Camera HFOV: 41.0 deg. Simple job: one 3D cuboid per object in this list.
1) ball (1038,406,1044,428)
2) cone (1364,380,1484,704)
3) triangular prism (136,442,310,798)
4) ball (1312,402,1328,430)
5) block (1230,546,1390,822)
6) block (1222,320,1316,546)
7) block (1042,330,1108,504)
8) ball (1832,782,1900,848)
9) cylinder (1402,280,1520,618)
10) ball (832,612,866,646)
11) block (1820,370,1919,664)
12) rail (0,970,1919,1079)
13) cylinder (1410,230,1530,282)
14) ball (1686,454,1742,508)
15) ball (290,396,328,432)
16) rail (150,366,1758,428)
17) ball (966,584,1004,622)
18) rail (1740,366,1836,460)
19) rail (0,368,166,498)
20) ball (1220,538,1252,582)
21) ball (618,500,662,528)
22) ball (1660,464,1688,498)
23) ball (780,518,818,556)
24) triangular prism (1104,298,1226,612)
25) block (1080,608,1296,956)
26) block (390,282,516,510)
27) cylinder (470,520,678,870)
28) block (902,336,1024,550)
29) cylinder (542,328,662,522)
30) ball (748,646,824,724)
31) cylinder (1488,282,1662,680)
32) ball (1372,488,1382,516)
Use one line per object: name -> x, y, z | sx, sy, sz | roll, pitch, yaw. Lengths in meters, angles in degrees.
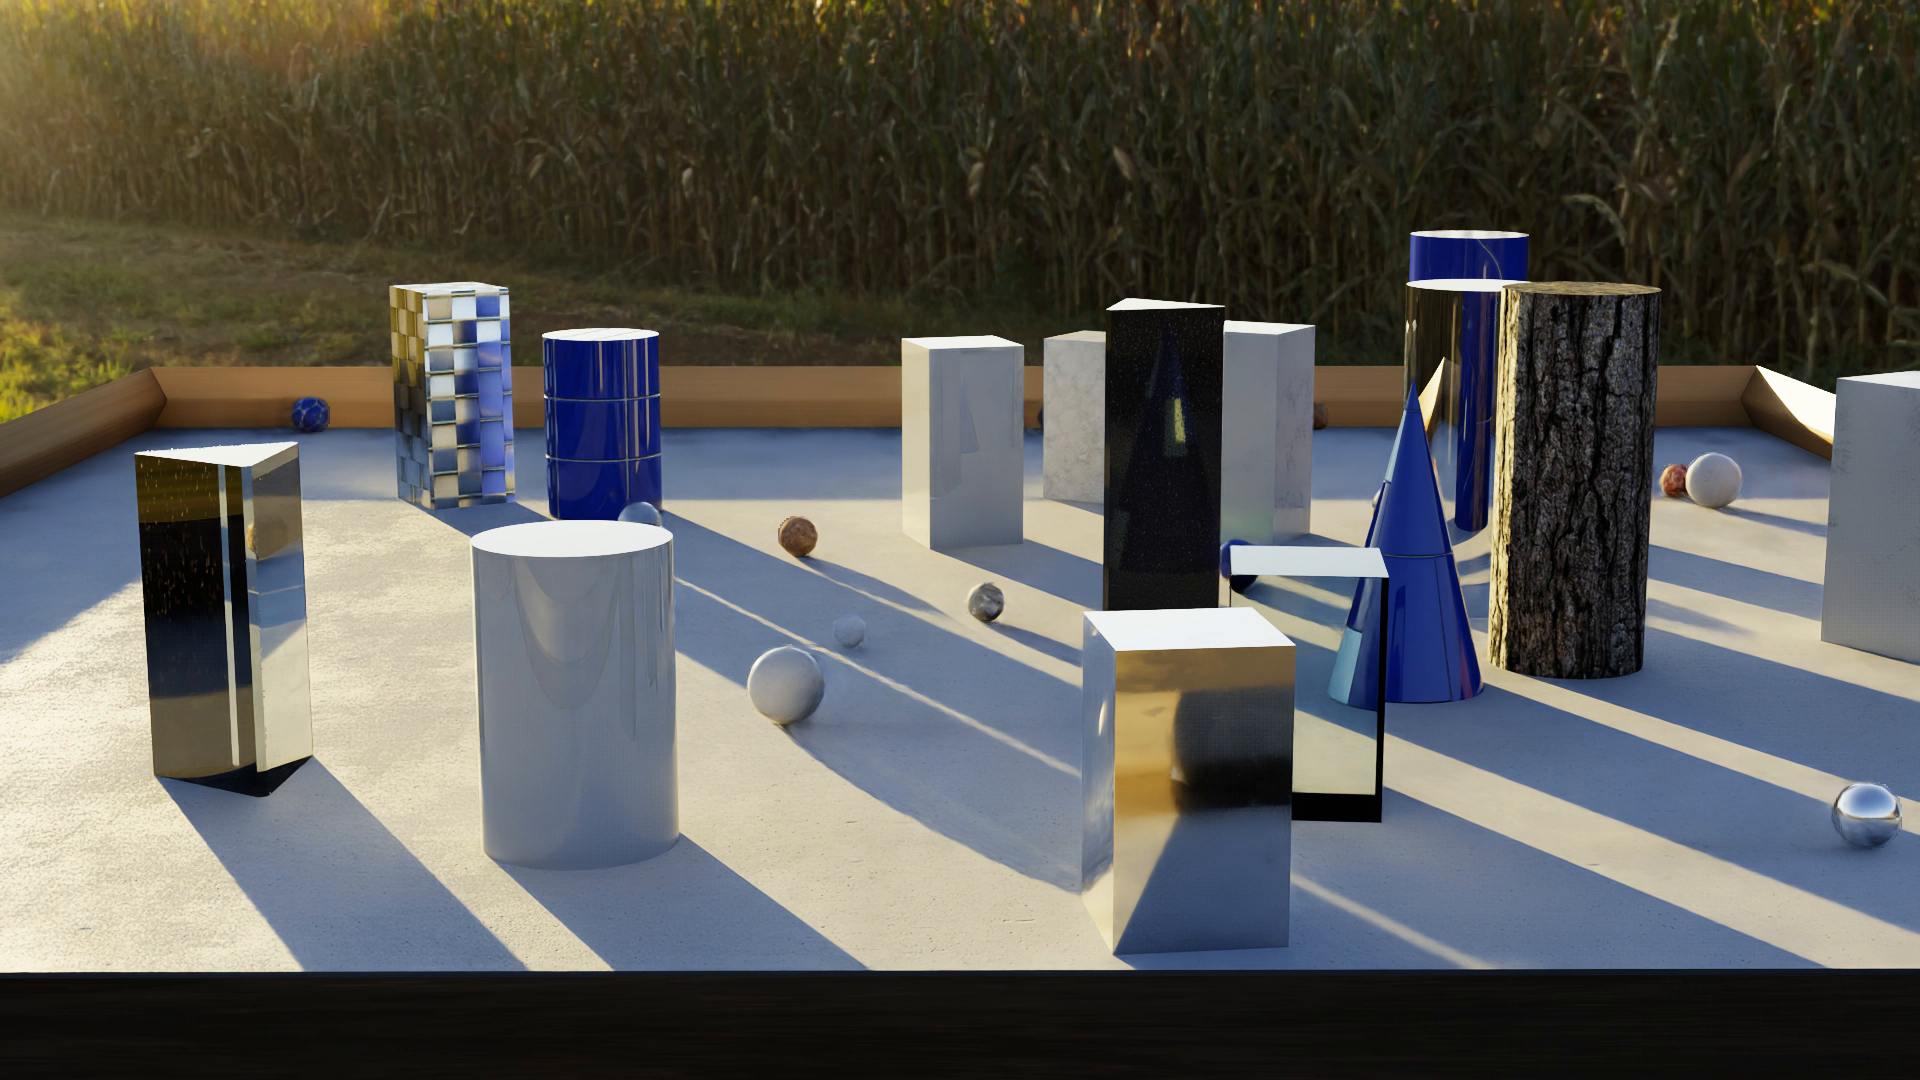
ball -> 0.185, -0.242, 5.082 | 0.060, 0.060, 0.060 | 0, 11, 0
cone -> 0.525, -0.009, 3.001 | 0.186, 0.365, 0.186 | 0, 11, 0
triangular prism -> -0.728, 0.074, 2.641 | 0.161, 0.336, 0.140 | 7, 13, 32
ball -> 0.706, -0.246, 5.113 | 0.056, 0.056, 0.056 | 0, 11, 0
block -> 0.341, 0.140, 2.542 | 0.149, 0.243, 0.149 | 1, 11, 5
block -> 0.446, -0.166, 3.956 | 0.149, 0.324, 0.149 | 6, 12, 29
block -> 0.241, -0.209, 4.337 | 0.149, 0.269, 0.149 | 6, 12, 29
ball -> 0.850, 0.258, 2.406 | 0.061, 0.061, 0.061 | 0, 11, 0
cylinder -> 0.687, -0.126, 3.447 | 0.186, 0.433, 0.186 | 0, 11, 0
ball -> -0.139, 0.113, 3.233 | 0.042, 0.042, 0.042 | 0, 11, 0
block -> 1.197, -0.033, 3.211 | 0.149, 0.336, 0.149 | -7, 12, -32
rail -> 0.010, 0.347, 1.762 | 3.230, 0.121, 0.045 | 0, 11, 0
cylinder -> 0.813, -0.265, 4.136 | 0.186, 0.453, 0.186 | 0, 11, 0
ball -> 1.242, -0.098, 4.225 | 0.091, 0.091, 0.091 | 0, 11, 0
ball -> -1.290, -0.248, 5.085 | 0.072, 0.072, 0.072 | 0, 11, 0
rail -> -0.010, -0.284, 5.138 | 3.230, 0.121, 0.045 | 0, 11, 0
ball -> 0.034, 0.082, 3.374 | 0.050, 0.050, 0.050 | 0, 11, 0
rail -> 1.591, 0.029, 3.459 | 0.045, 0.121, 3.482 | 0, 11, 0
rail -> -1.591, 0.033, 3.441 | 0.045, 0.121, 3.482 | 0, 11, 0
ball -> 0.391, 0.029, 3.625 | 0.062, 0.062, 0.062 | 0, 11, 0
ball -> -0.488, -0.026, 3.906 | 0.067, 0.067, 0.067 | 0, 11, 0
ball -> 1.211, -0.099, 4.328 | 0.056, 0.056, 0.056 | 0, 11, 0
ball -> -0.241, -0.005, 3.822 | 0.057, 0.057, 0.057 | 0, 11, 0
triangular prism -> 0.246, -0.107, 3.395 | 0.161, 0.413, 0.140 | -3, 11, -16
block -> 0.190, 0.201, 2.175 | 0.149, 0.258, 0.149 | -1, 11, -7
block -> -0.847, -0.243, 4.280 | 0.149, 0.357, 0.149 | -7, 13, -32
cylinder -> -0.359, 0.141, 2.403 | 0.186, 0.291, 0.186 | 0, 11, 0
block -> 0.003, -0.152, 3.938 | 0.149, 0.304, 0.149 | -3, 11, -17
cylinder -> -0.580, -0.189, 4.171 | 0.186, 0.291, 0.186 | 0, 11, 0
ball -> -0.193, 0.161, 2.854 | 0.086, 0.086, 0.086 | 0, 11, 0
cylinder -> 0.743, -0.076, 3.110 | 0.186, 0.458, 0.186 | 0, 11, 0
ball -> 0.679, -0.045, 3.940 | 0.093, 0.093, 0.093 | 0, 11, 0
